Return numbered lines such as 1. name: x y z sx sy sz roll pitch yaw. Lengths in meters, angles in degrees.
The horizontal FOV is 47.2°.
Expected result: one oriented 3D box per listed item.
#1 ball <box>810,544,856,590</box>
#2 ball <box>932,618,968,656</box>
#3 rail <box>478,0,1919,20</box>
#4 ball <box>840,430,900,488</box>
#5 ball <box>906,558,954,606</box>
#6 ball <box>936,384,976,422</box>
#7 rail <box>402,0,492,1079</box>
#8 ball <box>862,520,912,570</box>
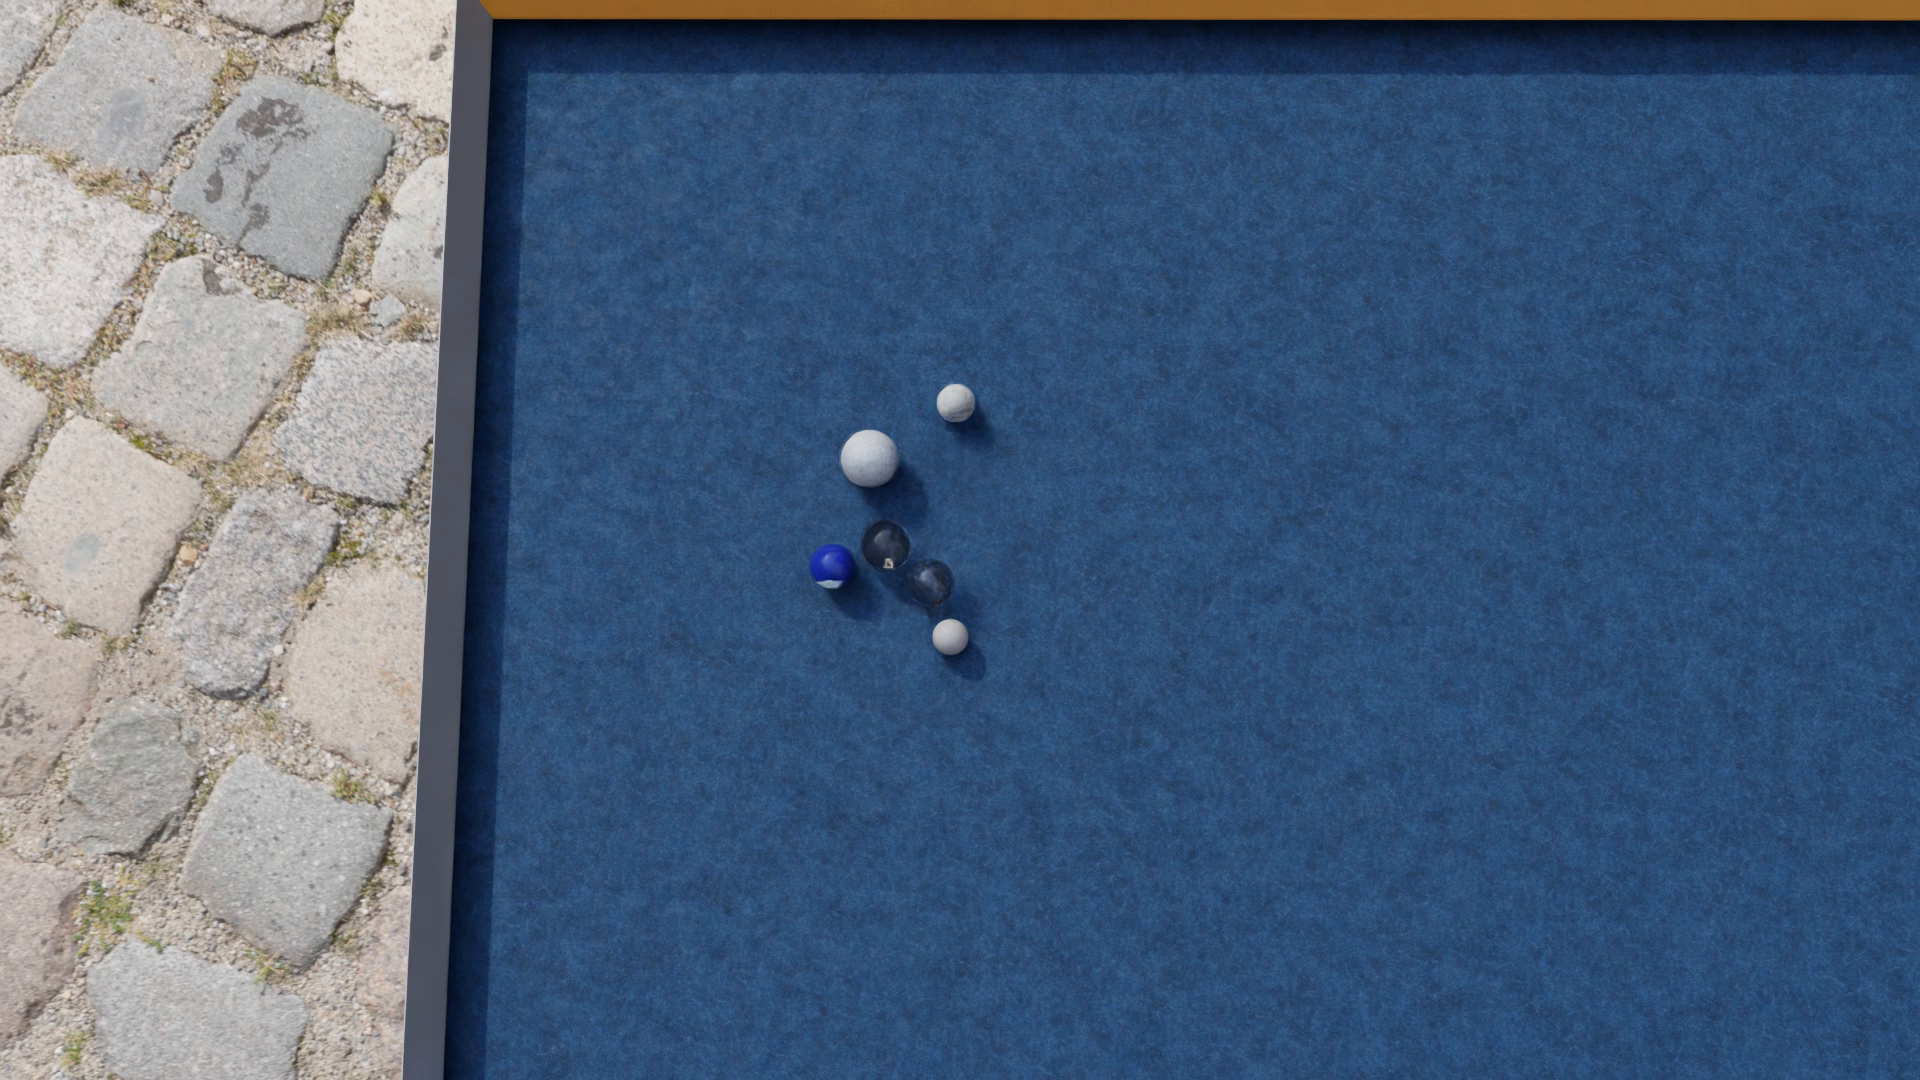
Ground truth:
1. ball: -0.190 0.039 3.294 0.069 0.069 0.069 0 78 0
2. ball: -0.014 0.145 3.280 0.054 0.054 0.054 0 78 0
3. rail: 0.780 -0.838 3.451 3.116 0.114 0.045 0 78 0
4. ball: -0.136 -0.123 3.318 0.088 0.088 0.088 0 78 0
5. ball: -0.044 0.063 3.288 0.071 0.071 0.071 0 78 0
6. ball: -0.006 -0.208 3.350 0.059 0.059 0.059 0 78 0
7. rail: -0.755 -0.005 3.279 0.045 0.114 1.752 0 78 0
8. ball: -0.110 0.008 3.297 0.076 0.076 0.076 0 78 0
